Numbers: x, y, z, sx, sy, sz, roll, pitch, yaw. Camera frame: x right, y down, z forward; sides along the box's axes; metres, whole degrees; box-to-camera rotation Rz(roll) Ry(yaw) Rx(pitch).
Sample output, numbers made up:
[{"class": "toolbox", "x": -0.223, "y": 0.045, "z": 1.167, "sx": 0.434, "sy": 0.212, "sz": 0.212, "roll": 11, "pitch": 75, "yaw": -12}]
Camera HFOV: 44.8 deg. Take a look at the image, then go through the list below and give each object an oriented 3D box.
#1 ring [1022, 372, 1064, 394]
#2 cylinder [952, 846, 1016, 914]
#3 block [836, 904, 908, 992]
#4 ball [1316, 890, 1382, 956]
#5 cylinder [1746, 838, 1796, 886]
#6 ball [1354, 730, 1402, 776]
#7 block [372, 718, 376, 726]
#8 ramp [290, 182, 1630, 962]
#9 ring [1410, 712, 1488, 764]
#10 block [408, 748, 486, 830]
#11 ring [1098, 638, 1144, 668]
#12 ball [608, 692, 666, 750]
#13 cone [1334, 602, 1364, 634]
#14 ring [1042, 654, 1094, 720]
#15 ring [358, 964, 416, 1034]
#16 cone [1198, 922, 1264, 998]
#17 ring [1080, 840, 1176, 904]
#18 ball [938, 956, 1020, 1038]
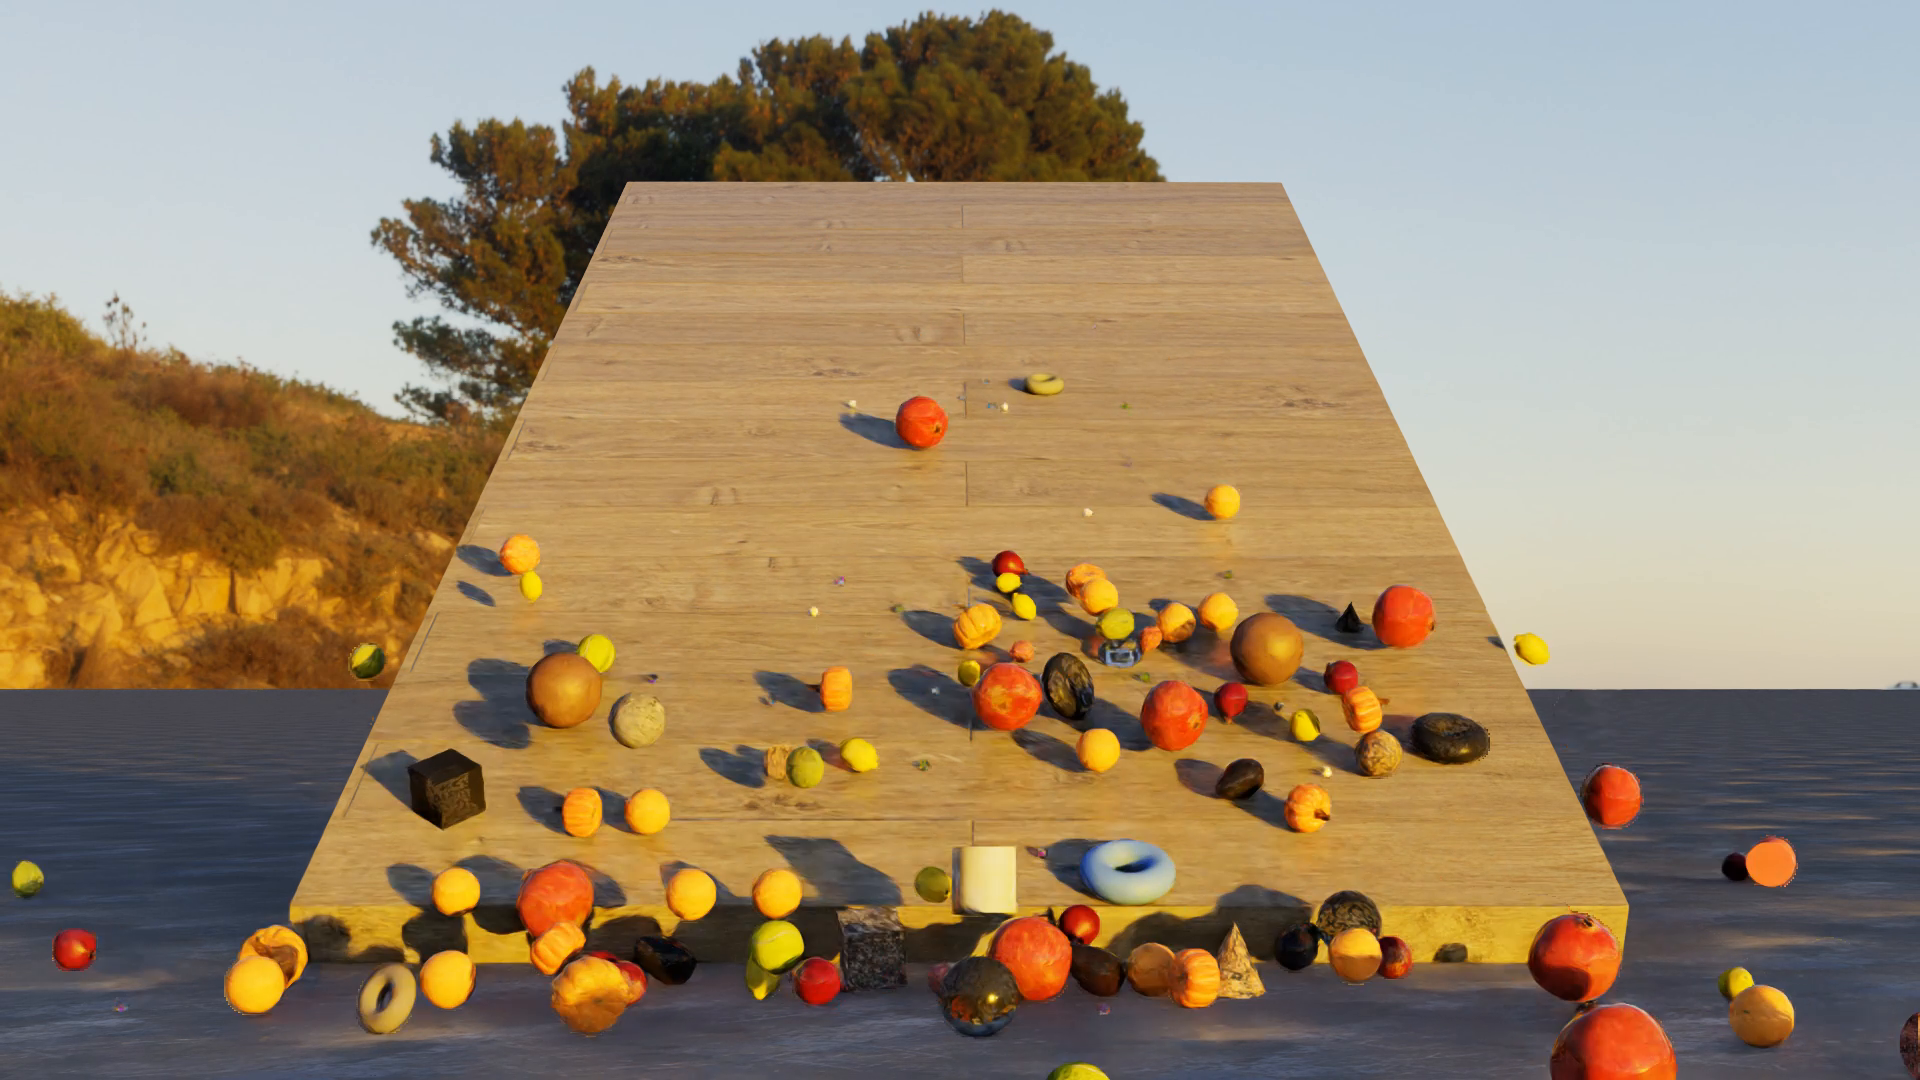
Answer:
[{"class": "ring", "x": 0.196, "y": -0.367, "z": 5.470, "sx": 0.097, "sy": 0.032, "sz": 0.097, "roll": 1, "pitch": 24, "yaw": -1}, {"class": "cylinder", "x": 0.034, "y": 0.476, "z": 3.252, "sx": 0.090, "sy": 0.090, "sz": 0.090, "roll": 0, "pitch": -11, "yaw": 0}, {"class": "block", "x": -0.122, "y": 0.562, "z": 3.214, "sx": 0.082, "sy": 0.082, "sz": 0.082, "roll": -6, "pitch": 18, "yaw": -9}, {"class": "ball", "x": 0.561, "y": 0.552, "z": 3.359, "sx": 0.093, "sy": 0.093, "sz": 0.093, "roll": 0, "pitch": -4, "yaw": 0}, {"class": "cylinder", "x": 1.690, "y": 0.671, "z": 4.852, "sx": 0.093, "sy": 0.093, "sz": 0.093, "roll": -1, "pitch": -2, "yaw": 23}, {"class": "ball", "x": 0.686, "y": 0.350, "z": 3.823, "sx": 0.077, "sy": 0.077, "sz": 0.077, "roll": 0, "pitch": -4, "yaw": 0}, {"class": "block", "x": -1.086, "y": 0.373, "z": 4.437, "sx": 0.051, "sy": 0.051, "sz": 0.051, "roll": 11, "pitch": -6, "yaw": 40}, {"class": "ramp", "x": -0.008, "y": -0.229, "z": 5.321, "sx": 2.000, "sy": 0.100, "sz": 4.000, "roll": 0, "pitch": 24, "yaw": 0}, {"class": "ring", "x": 0.819, "y": 0.332, "z": 3.905, "sx": 0.131, "sy": 0.044, "sz": 0.131, "roll": 4, "pitch": 24, "yaw": -2}, {"class": "block", "x": -0.816, "y": 0.396, "z": 3.707, "sx": 0.082, "sy": 0.082, "sz": 0.082, "roll": 22, "pitch": 32, "yaw": 39}, {"class": "ring", "x": 0.290, "y": 0.204, "z": 4.207, "sx": 0.083, "sy": 0.028, "sz": 0.083, "roll": -1, "pitch": 26, "yaw": 0}, {"class": "ball", "x": -0.494, "y": 0.276, "z": 3.567, "sx": 0.088, "sy": 0.088, "sz": 0.088, "roll": 0, "pitch": -4, "yaw": 0}, {"class": "cone", "x": 0.724, "y": 0.138, "z": 4.323, "sx": 0.053, "sy": 0.053, "sz": 0.053, "roll": 0, "pitch": 24, "yaw": 0}, {"class": "ring", "x": 0.187, "y": 0.251, "z": 4.006, "sx": 0.039, "sy": 0.118, "sz": 0.118, "roll": -22, "pitch": -16, "yaw": 36}, {"class": "ring", "x": -0.693, "y": 0.554, "z": 2.815, "sx": 0.086, "sy": 0.086, "sz": 0.029, "roll": -3, "pitch": -28, "yaw": 37}, {"class": "cone", "x": 0.370, "y": 0.562, "z": 3.157, "sx": 0.092, "sy": 0.092, "sz": 0.092, "roll": 3, "pitch": 6, "yaw": 0}, {"class": "ring", "x": 0.254, "y": 0.501, "z": 3.520, "sx": 0.145, "sy": 0.048, "sz": 0.145, "roll": 1, "pitch": 23, "yaw": 0}, {"class": "ball", "x": 0.023, "y": 0.544, "z": 2.778, "sx": 0.096, "sy": 0.096, "sz": 0.096, "roll": 0, "pitch": -4, "yaw": 0}]
